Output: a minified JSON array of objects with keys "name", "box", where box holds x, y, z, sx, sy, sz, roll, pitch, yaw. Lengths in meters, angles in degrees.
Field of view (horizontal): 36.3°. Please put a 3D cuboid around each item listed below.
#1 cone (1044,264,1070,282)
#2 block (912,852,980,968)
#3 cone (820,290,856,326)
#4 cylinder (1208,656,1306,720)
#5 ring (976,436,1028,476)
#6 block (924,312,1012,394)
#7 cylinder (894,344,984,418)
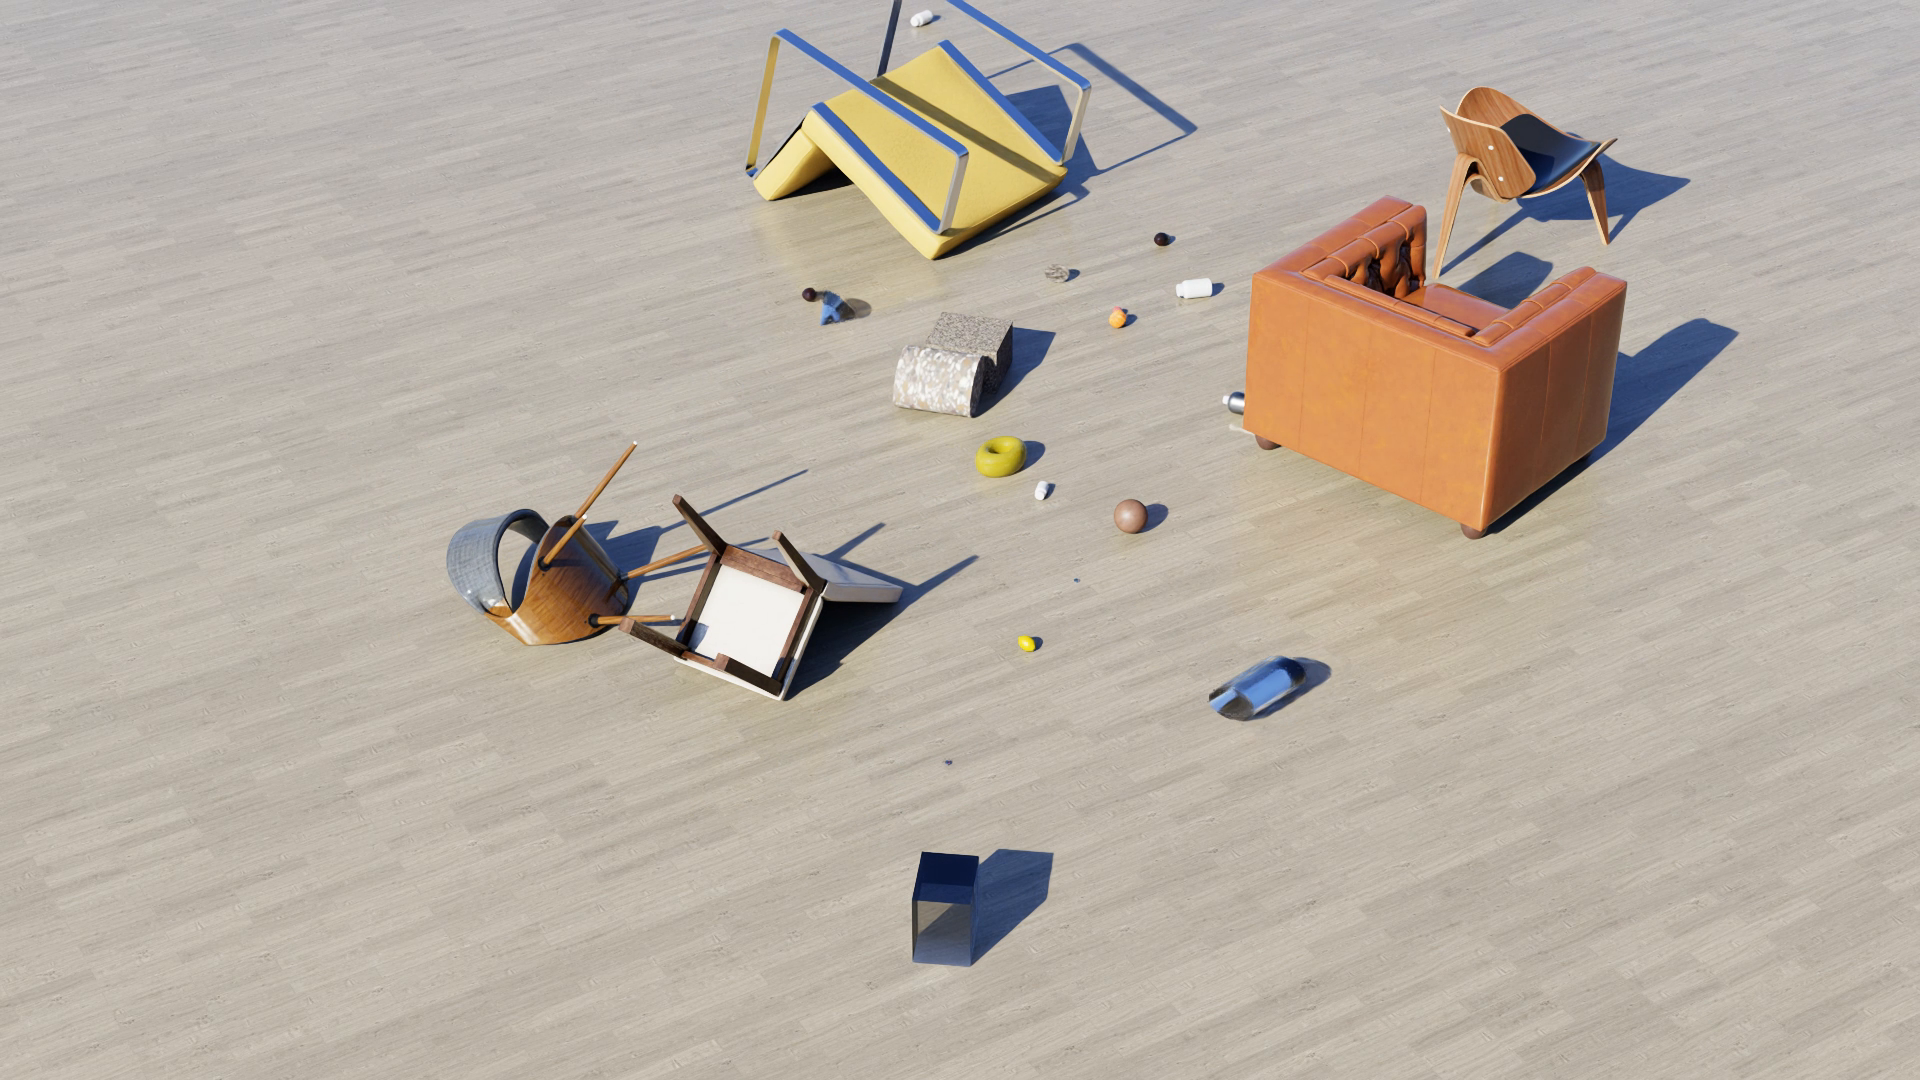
[{"name":"cone","box":[0.427,-1.160,12.670,0.106,0.082,0.111,5,13,9]},{"name":"block","box":[-0.043,1.133,8.999,0.178,0.249,0.232,4,34,6]},{"name":"cone","box":[-0.546,-0.947,12.322,0.173,0.152,0.130,32,75,28]},{"name":"cylinder","box":[1.020,0.506,10.049,0.269,0.122,0.214,-28,20,-35]},{"name":"ring","box":[0.159,-0.322,11.344,0.226,0.101,0.170,-27,41,-33]},{"name":"block","box":[0.036,-0.761,11.923,0.298,0.194,0.274,8,34,12]},{"name":"cylinder","box":[-0.083,-0.636,11.720,0.316,0.171,0.263,9,71,13]}]
